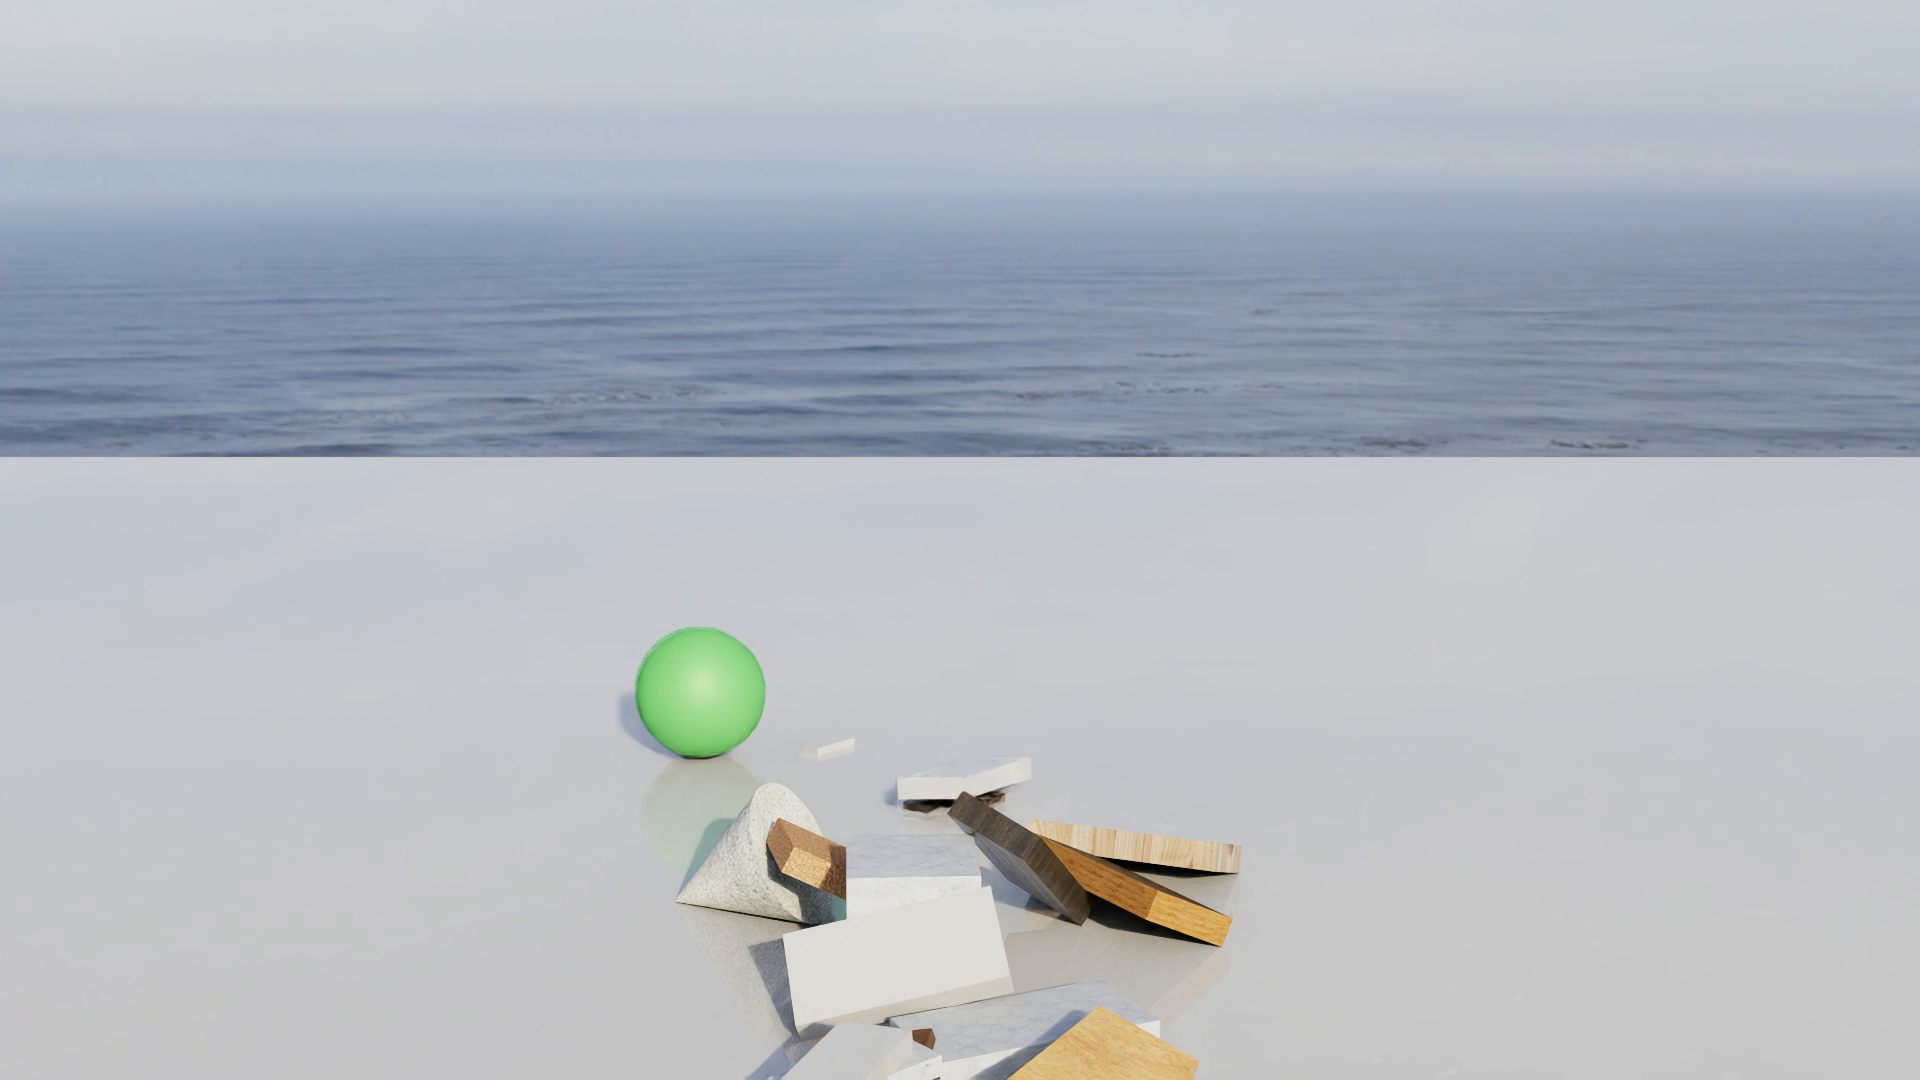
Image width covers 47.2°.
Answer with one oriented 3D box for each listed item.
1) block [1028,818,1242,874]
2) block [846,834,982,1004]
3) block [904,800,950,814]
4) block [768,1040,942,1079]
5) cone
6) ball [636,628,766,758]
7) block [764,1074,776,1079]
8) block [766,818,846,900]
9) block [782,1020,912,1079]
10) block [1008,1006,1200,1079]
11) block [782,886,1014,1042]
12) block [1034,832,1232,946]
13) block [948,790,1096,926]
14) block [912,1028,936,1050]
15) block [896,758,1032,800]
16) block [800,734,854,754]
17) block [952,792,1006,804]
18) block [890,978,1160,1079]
[{"bbox_3d":[0.298,0.523,3.760,0.333,0.047,0.167,4,-7,22],"label":"block"},{"bbox_3d":[-0.071,0.564,3.280,0.194,0.194,0.194,-1,11,-3],"label":"block"},{"bbox_3d":[-0.060,0.492,4.157,0.052,0.015,0.104,5,12,27],"label":"block"},{"bbox_3d":[-0.133,0.686,2.810,0.202,0.029,0.101,-12,16,-38],"label":"block"},{"bbox_3d":[-0.371,0.551,3.588,0.239,0.239,0.239,-25,2,21],"label":"cone"},{"bbox_3d":[-0.525,0.310,4.459,0.262,0.262,0.262,0,11,0],"label":"ball"},{"bbox_3d":[-0.249,0.771,2.577,0.154,0.044,0.570,3,11,15],"label":"block"},{"bbox_3d":[-0.149,0.537,3.454,0.305,0.043,0.153,27,3,-17],"label":"block"},{"bbox_3d":[-0.145,0.666,2.770,0.101,0.029,0.202,3,13,22],"label":"block"},{"bbox_3d":[0.172,0.703,2.814,0.154,0.044,0.308,25,21,23],"label":"block"},{"bbox_3d":[-0.089,0.598,3.110,0.305,0.043,0.153,-13,47,-1],"label":"block"},{"bbox_3d":[0.265,0.558,3.523,0.167,0.047,0.333,25,-5,-34],"label":"block"},{"bbox_3d":[0.099,0.500,3.438,0.153,0.043,0.305,28,-15,31],"label":"block"},{"bbox_3d":[-0.081,0.697,2.889,0.068,0.019,0.137,-10,25,19],"label":"block"},{"bbox_3d":[0.011,0.451,4.161,0.141,0.040,0.282,-4,1,27],"label":"block"},{"bbox_3d":[-0.273,0.421,4.537,0.052,0.015,0.104,10,14,42],"label":"block"},{"bbox_3d":[0.037,0.486,4.144,0.052,0.015,0.104,7,3,32],"label":"block"},{"bbox_3d":[0.089,0.684,3.036,0.333,0.047,0.166,-5,12,-25],"label":"block"}]
